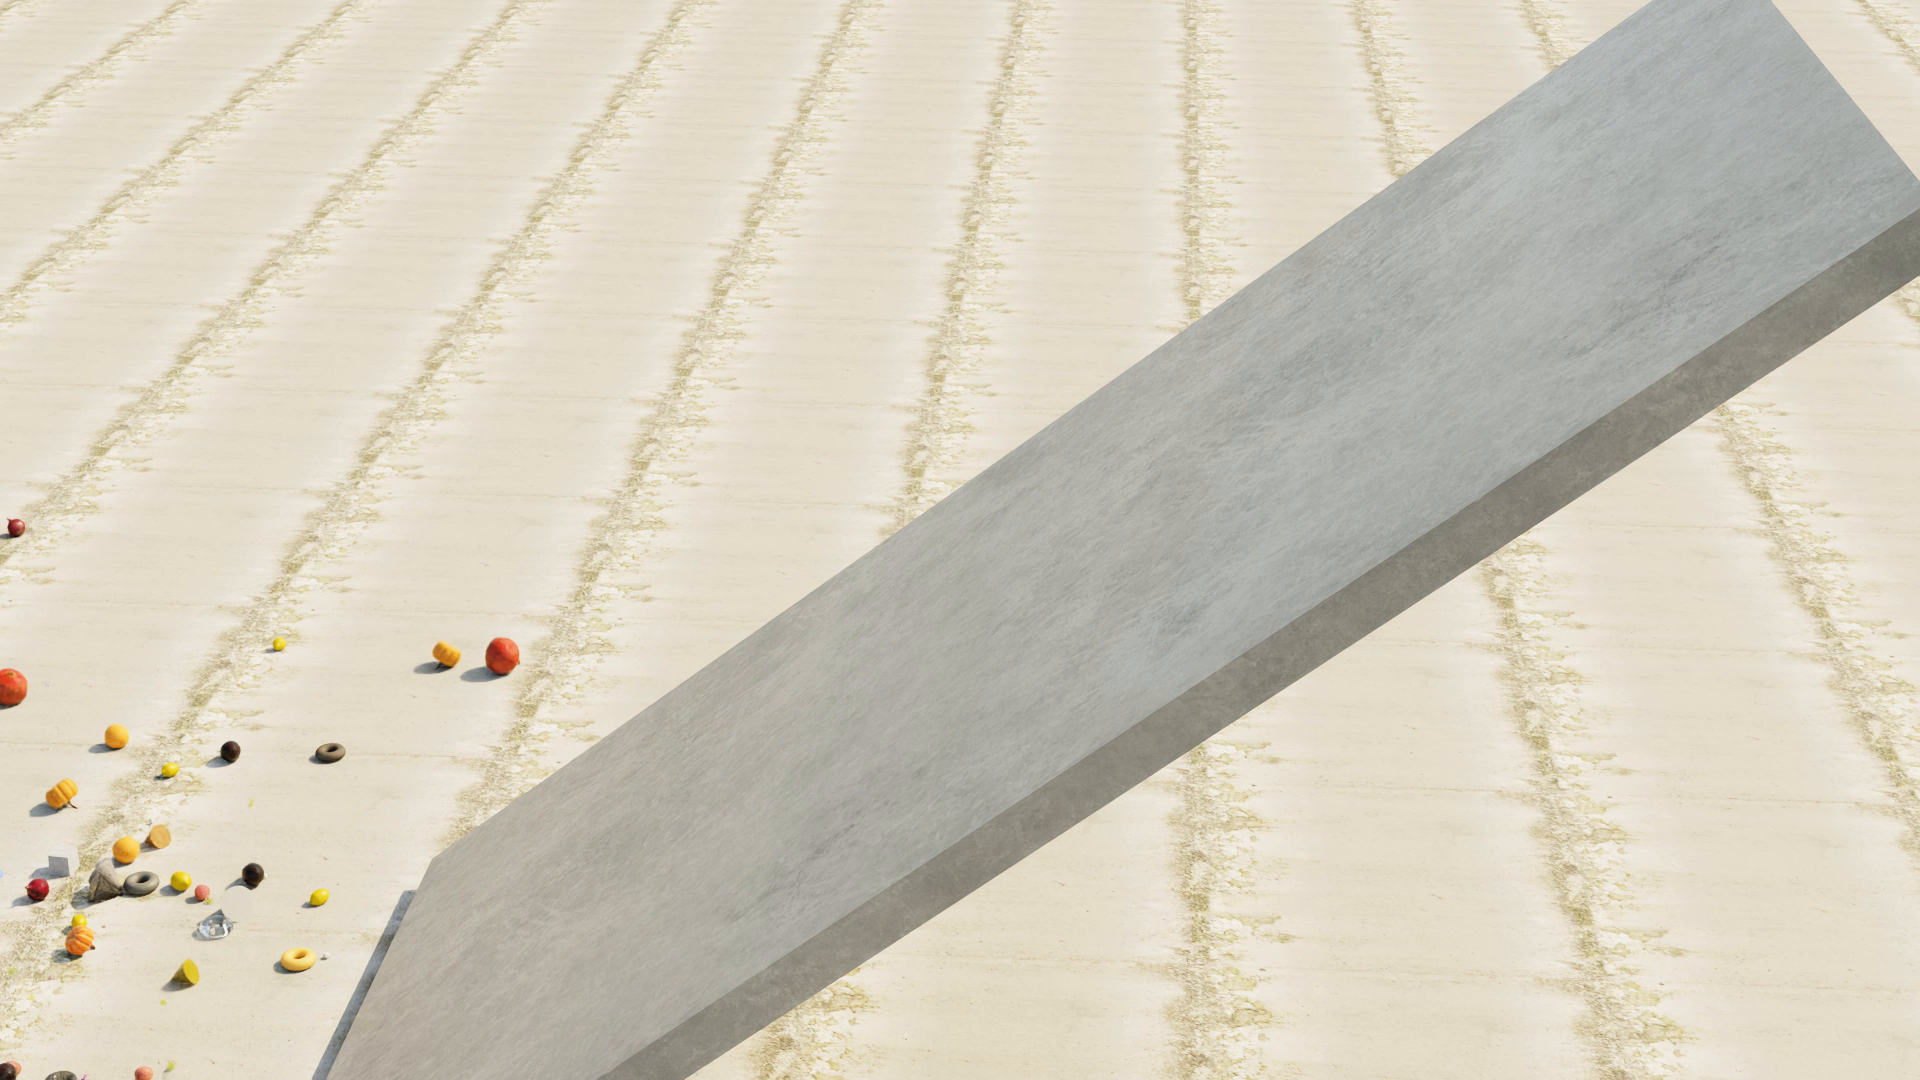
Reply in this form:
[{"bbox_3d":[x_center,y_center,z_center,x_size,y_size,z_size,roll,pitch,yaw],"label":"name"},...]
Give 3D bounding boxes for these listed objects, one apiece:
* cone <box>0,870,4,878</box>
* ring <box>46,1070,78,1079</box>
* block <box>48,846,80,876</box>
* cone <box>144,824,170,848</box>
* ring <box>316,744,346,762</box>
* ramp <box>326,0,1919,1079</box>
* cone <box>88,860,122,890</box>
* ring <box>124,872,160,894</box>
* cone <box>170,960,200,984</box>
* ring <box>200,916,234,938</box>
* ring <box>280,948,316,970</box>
[{"bbox_3d":[-2.615,0.858,7.870,0.096,0.096,0.096,0,23,0],"label":"cone"},{"bbox_3d":[-2.129,1.283,6.961,0.079,0.026,0.079,1,22,0],"label":"ring"},{"bbox_3d":[-2.410,0.863,7.909,0.057,0.057,0.057,4,23,9],"label":"block"},{"bbox_3d":[-2.211,0.817,8.052,0.068,0.068,0.068,-18,11,33],"label":"cone"},{"bbox_3d":[-1.825,0.616,8.527,0.087,0.029,0.087,-1,24,0],"label":"ring"},{"bbox_3d":[0.126,0.181,6.329,4.000,0.100,2.000,-35,16,17],"label":"ramp"},{"bbox_3d":[-2.259,0.909,7.828,0.083,0.083,0.083,37,34,13],"label":"cone"},{"bbox_3d":[-2.178,0.913,7.826,0.094,0.031,0.094,0,24,0],"label":"ring"},{"bbox_3d":[-1.959,1.097,7.394,0.066,0.066,0.066,-24,20,12],"label":"cone"},{"bbox_3d":[-1.926,1.002,7.619,0.088,0.029,0.088,1,23,0],"label":"ring"},{"bbox_3d":[-1.681,1.065,7.472,0.088,0.029,0.088,1,22,0],"label":"ring"}]
